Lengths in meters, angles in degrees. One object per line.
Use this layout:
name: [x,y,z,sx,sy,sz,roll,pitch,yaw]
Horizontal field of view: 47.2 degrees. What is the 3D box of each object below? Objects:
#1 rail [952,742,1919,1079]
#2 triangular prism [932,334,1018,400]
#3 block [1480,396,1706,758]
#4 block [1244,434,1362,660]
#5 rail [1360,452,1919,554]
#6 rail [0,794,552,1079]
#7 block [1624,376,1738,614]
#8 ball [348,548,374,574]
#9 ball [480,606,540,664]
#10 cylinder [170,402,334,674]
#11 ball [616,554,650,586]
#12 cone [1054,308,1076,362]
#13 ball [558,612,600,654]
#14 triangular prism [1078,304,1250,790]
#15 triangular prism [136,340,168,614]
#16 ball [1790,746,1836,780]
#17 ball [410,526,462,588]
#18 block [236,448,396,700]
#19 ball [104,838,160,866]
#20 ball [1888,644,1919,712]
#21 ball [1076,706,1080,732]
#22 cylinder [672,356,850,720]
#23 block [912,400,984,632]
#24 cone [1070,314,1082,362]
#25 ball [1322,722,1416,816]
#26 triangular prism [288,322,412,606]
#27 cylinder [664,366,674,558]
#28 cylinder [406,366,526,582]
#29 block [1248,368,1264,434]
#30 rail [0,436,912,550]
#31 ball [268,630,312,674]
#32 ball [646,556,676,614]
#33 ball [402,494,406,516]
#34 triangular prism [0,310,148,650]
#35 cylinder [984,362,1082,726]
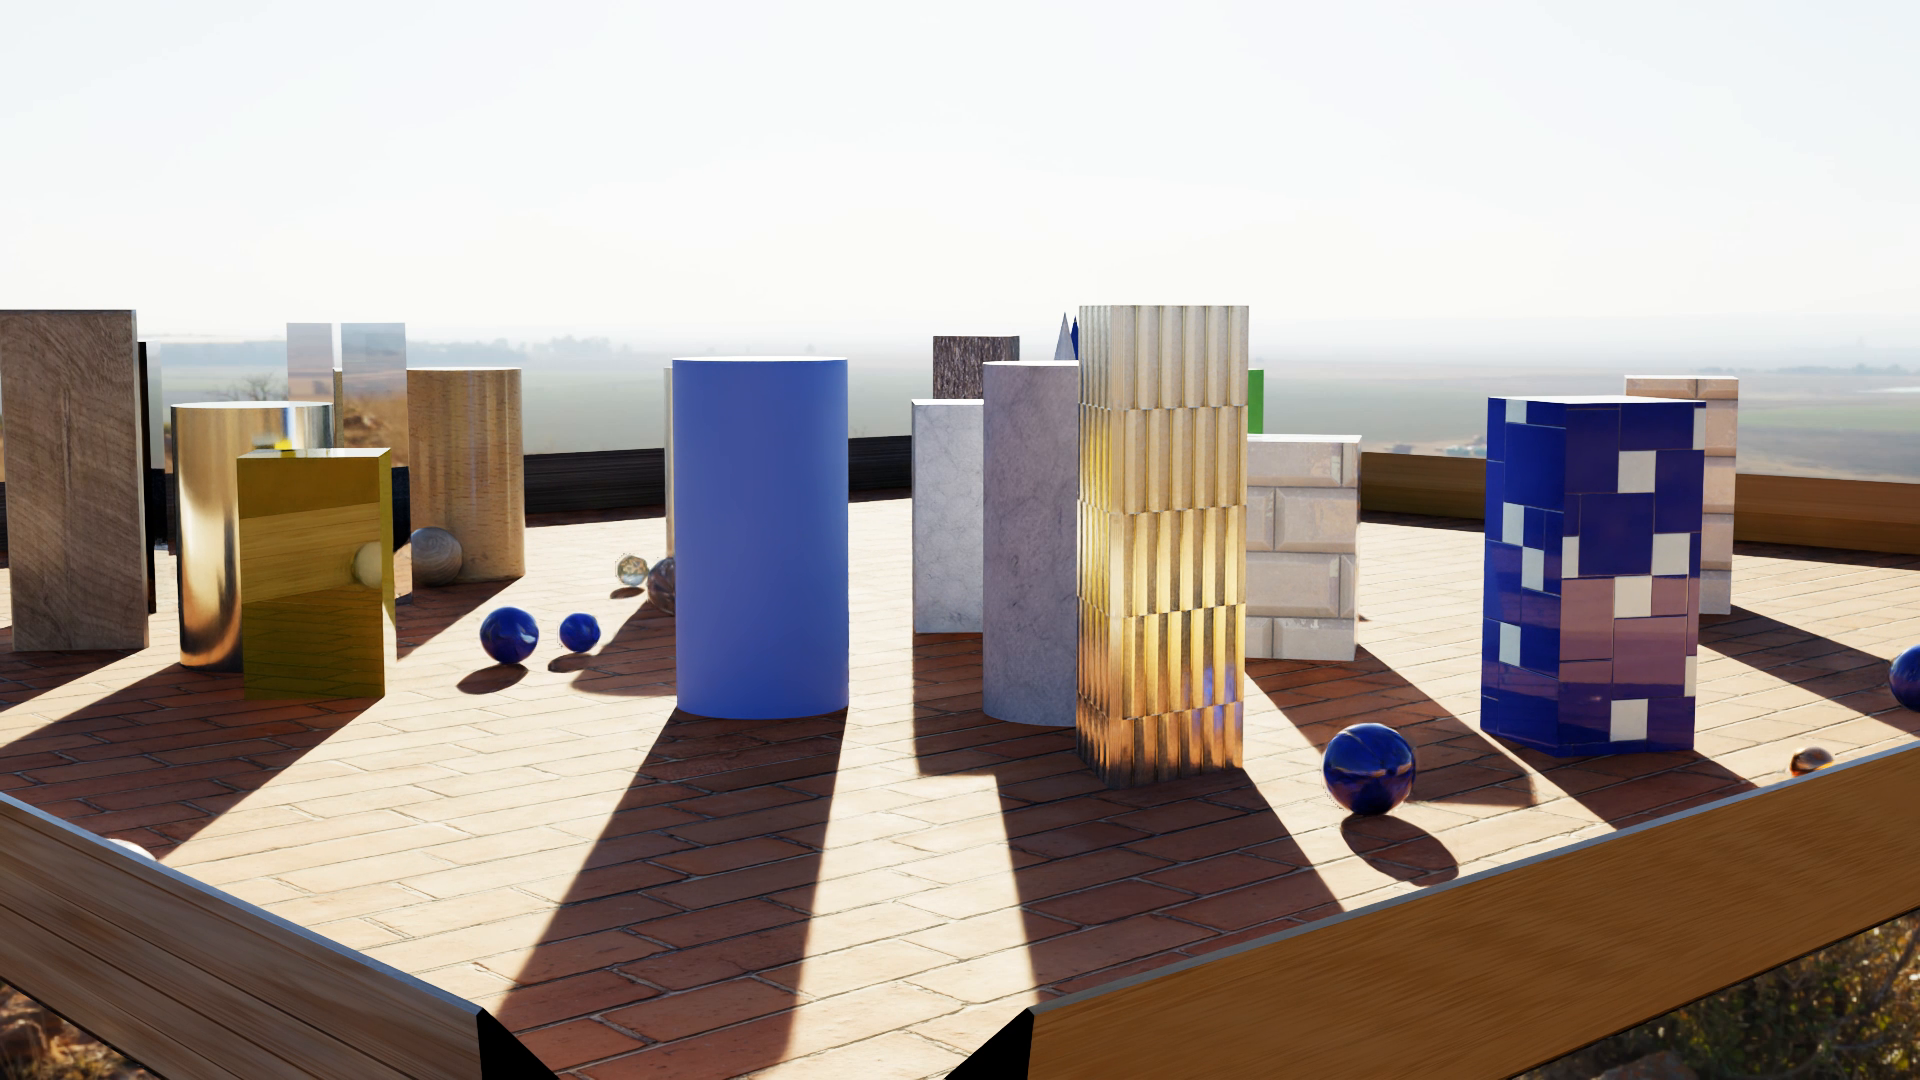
rail: [1.165,0.165,2.076,3.495,0.127,0.045,-5,8,-42]
triangular prism: [0.062,-0.174,4.018,0.169,0.398,0.146,5,8,37]
block: [0.649,0.032,2.269,0.156,0.353,0.156,-2,6,-15]
block: [0.441,0.006,2.874,0.156,0.278,0.156,1,6,12]
rail: [1.267,-0.089,4.495,0.045,0.127,3.483,-5,8,-42]
rail: [-1.267,0.155,2.169,0.045,0.127,3.483,-5,8,-42]
block: [1.075,-0.072,3.301,0.156,0.344,0.156,2,6,15]
ball: [-1.009,0.037,3.702,0.044,0.044,0.044,0,6,0]
ball: [-0.567,0.119,2.769,0.074,0.074,0.074,0,6,0]
cylinder: [-0.890,-0.008,2.783,0.195,0.326,0.195,0,6,0]
ball: [-0.527,0.050,3.542,0.052,0.052,0.052,0,6,0]
cone: [0.135,-0.075,2.843,0.195,0.446,0.195,0,6,0]
ball: [-0.494,0.120,2.858,0.054,0.054,0.054,0,6,0]
triangular prism: [0.165,-0.002,2.133,0.169,0.449,0.146,-5,8,-38]
triangular prism: [-1.246,-0.100,3.308,0.169,0.399,0.146,2,6,17]
ball: [0.794,0.212,2.046,0.041,0.041,0.041,0,6,0]
ball: [-0.851,0.027,3.540,0.098,0.098,0.098,0,6,0]
block: [-0.754,0.036,2.588,0.156,0.278,0.156,-1,6,-9]
ball: [-0.591,0.247,1.526,0.079,0.079,0.079,0,6,0]
ball: [1.068,0.153,2.429,0.078,0.078,0.078,0,6,0]
ball: [0.147,0.183,2.240,0.059,0.059,0.059,0,6,0]
cylinder: [-0.223,-0.008,2.474,0.195,0.390,0.195,0,6,0]
block: [0.012,-0.037,3.105,0.156,0.316,0.156,0,6,-3]
cone: [0.228,-0.232,4.380,0.195,0.438,0.195,0,6,0]
ball: [0.361,0.202,1.942,0.082,0.082,0.082,0,6,0]
triangular prism: [-0.892,-0.111,3.287,0.146,0.425,0.169,-5,8,-40]
cylinder: [-0.392,-0.112,3.655,0.195,0.350,0.195,0,6,0]
cylinder: [-0.829,-0.113,3.679,0.195,0.347,0.195,0,6,0]
block: [0.459,-0.155,4.146,0.156,0.334,0.156,-4,7,-35]
rail: [-1.165,-0.099,4.588,3.495,0.127,0.045,-5,8,-42]
ball: [-0.821,0.138,2.694,0.053,0.053,0.053,0,6,0]
ball: [-0.416,0.066,3.220,0.086,0.086,0.086,0,6,0]
ball: [-1.112,-0.072,4.551,0.084,0.084,0.084,0,6,0]
triangular prism: [-1.168,-0.085,2.941,0.169,0.445,0.146,-1,6,-9]
cylinder: [0.123,-0.002,2.434,0.195,0.386,0.195,0,6,0]
